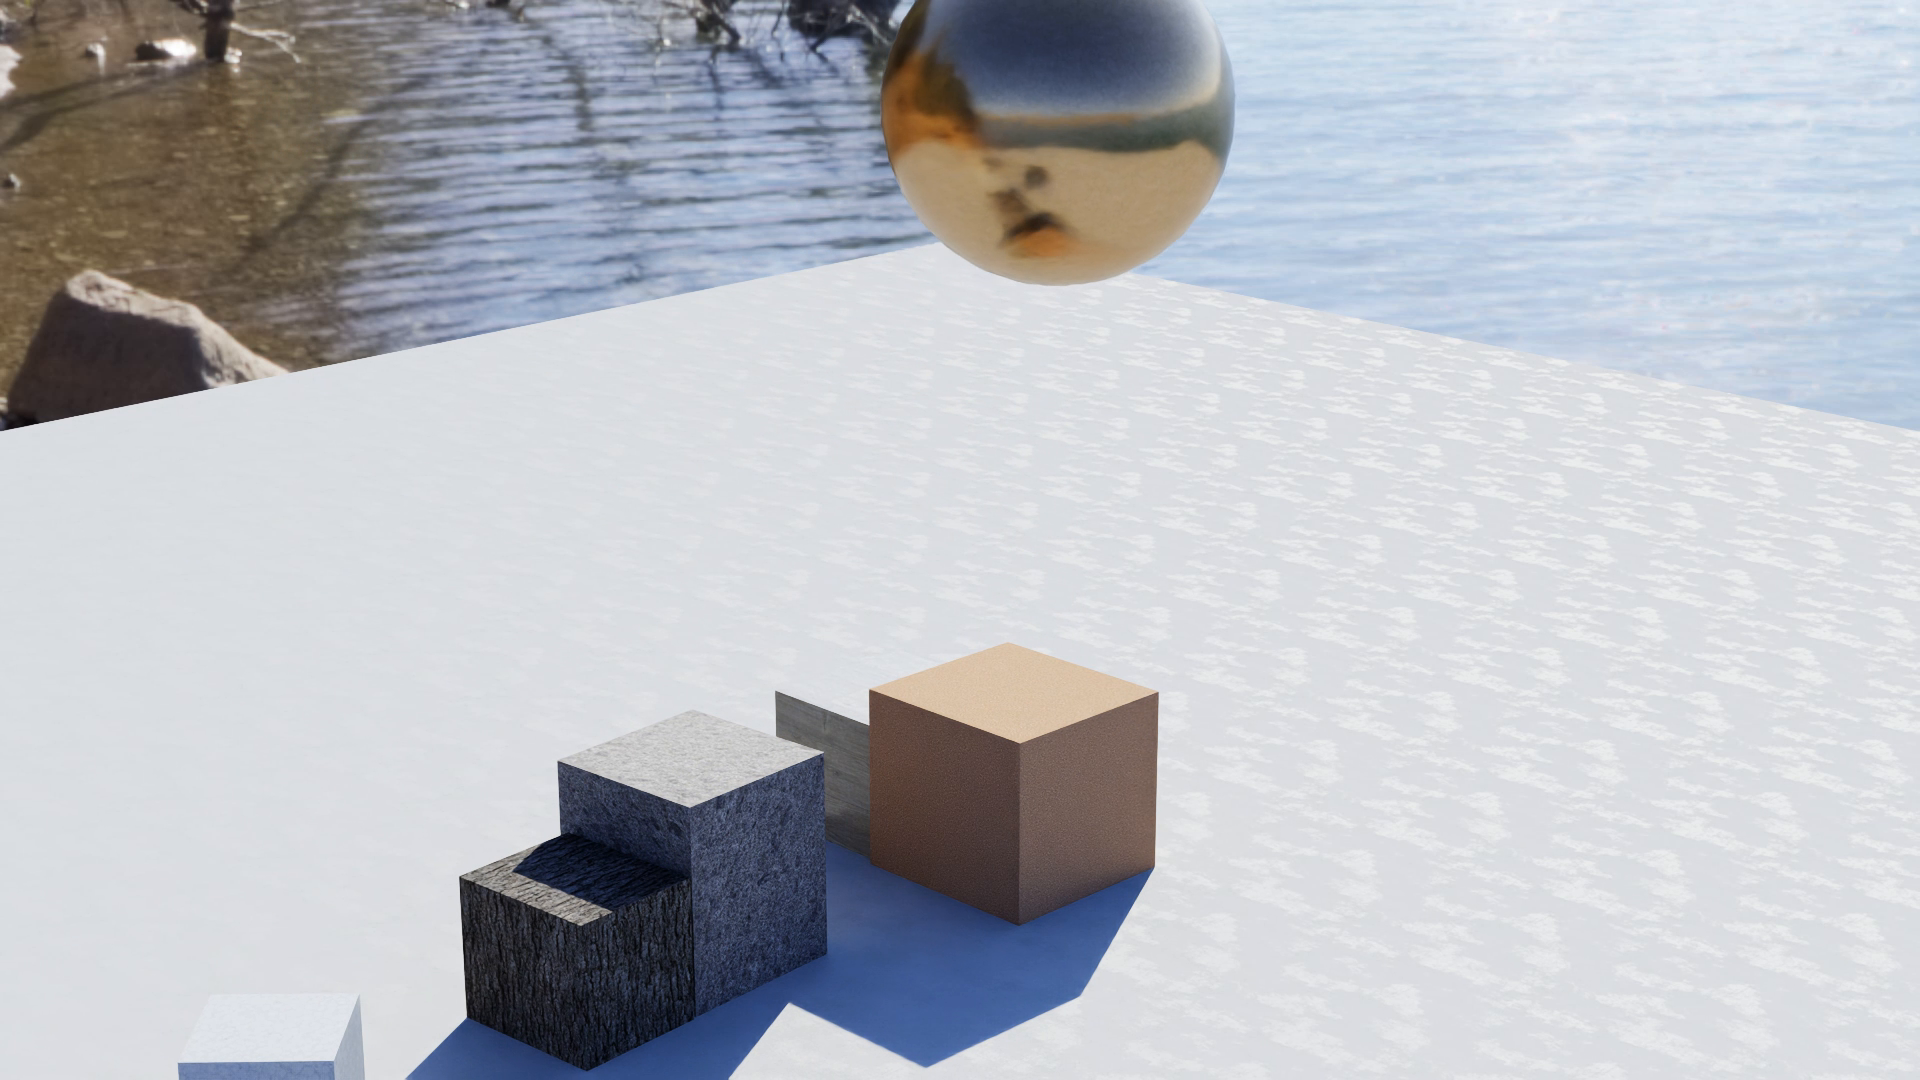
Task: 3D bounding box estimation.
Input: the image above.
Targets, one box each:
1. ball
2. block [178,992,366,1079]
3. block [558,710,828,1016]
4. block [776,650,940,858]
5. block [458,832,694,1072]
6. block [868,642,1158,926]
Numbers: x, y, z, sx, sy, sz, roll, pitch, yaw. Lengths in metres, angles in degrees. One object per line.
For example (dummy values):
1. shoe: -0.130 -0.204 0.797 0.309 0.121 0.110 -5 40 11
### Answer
1. ball: 0.441 -1.943 13.193 1.600 1.600 1.600 0 17 0
2. block: -2.521 2.060 10.811 0.555 0.586 0.542 0 17 -1
3. block: -1.131 1.355 12.477 0.790 0.933 0.793 14 22 38
4. block: -0.346 1.014 14.012 0.812 0.663 0.684 -17 24 -42
5. block: -1.564 1.669 11.981 0.727 0.632 0.595 14 22 38
6. block: 0.244 1.093 13.427 0.907 0.863 0.953 -17 24 -42
